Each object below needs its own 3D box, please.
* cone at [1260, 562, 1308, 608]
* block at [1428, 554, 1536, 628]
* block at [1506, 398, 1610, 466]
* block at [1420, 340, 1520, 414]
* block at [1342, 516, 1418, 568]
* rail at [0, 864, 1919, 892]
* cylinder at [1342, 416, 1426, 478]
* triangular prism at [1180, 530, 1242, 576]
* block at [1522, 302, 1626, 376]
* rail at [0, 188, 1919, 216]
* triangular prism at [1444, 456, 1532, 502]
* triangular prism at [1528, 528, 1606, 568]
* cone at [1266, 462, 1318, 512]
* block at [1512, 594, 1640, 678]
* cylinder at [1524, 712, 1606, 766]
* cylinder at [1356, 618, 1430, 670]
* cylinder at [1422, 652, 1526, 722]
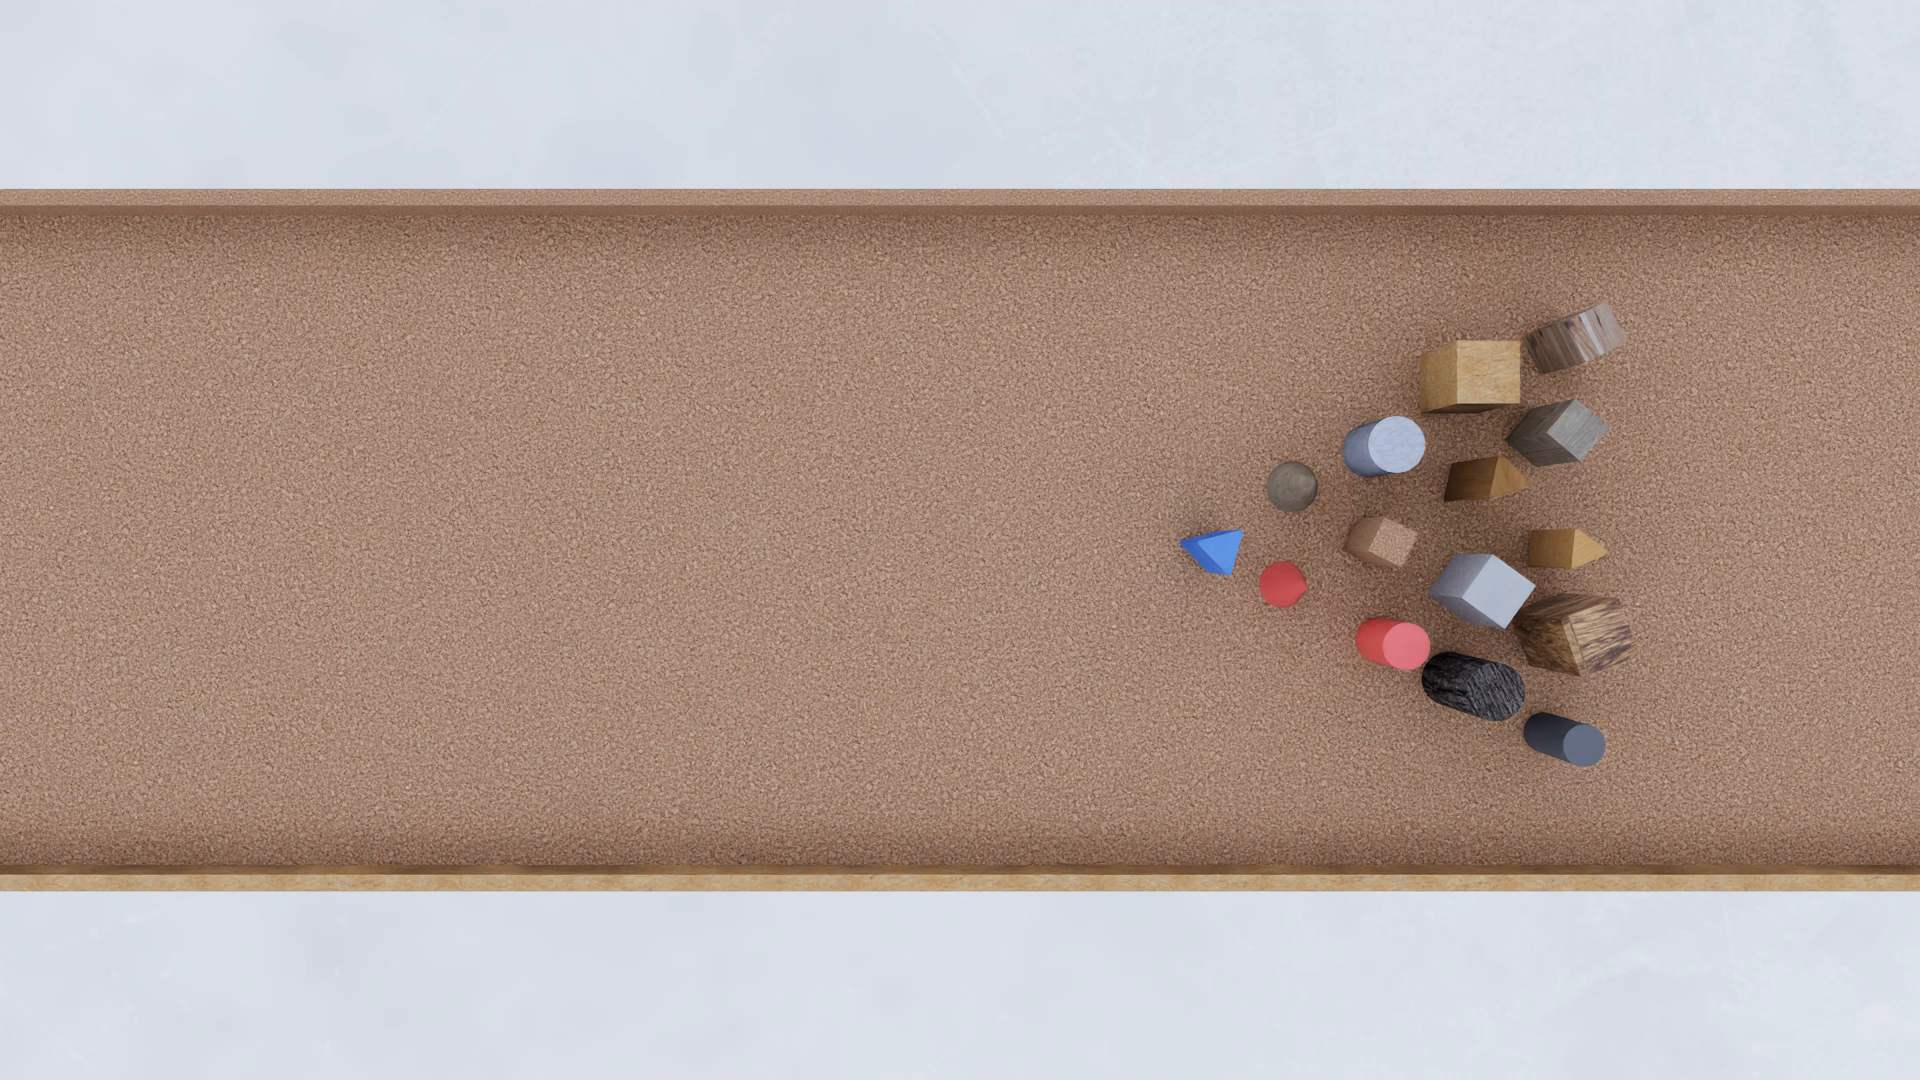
[{"bbox_3d":[0.992,0.137,4.890,0.142,0.373,0.142,0,90,0],"label":"cone"},{"bbox_3d":[1.544,0.148,4.901,0.153,0.352,0.153,36,90,0],"label":"block"},{"bbox_3d":[1.765,-0.314,4.894,0.128,0.366,0.128,40,90,0],"label":"block"},{"bbox_3d":[1.505,-0.479,4.886,0.178,0.380,0.178,0,90,0],"label":"block"},{"bbox_3d":[1.248,0.006,4.912,0.109,0.328,0.109,27,90,0],"label":"block"},{"bbox_3d":[-2.247,1.025,5.001,12.000,0.150,0.050,0,90,0],"label":"rail"},{"bbox_3d":[1.258,-0.275,4.913,0.164,0.328,0.164,0,90,0],"label":"cylinder"},{"bbox_3d":[0.762,0.013,4.884,0.114,0.386,0.131,-44,90,0],"label":"triangular prism"},{"bbox_3d":[1.818,-0.595,4.893,0.131,0.367,0.131,-26,90,0],"label":"block"},{"bbox_3d":[-2.247,-1.025,5.002,12.000,0.150,0.050,0,90,0],"label":"rail"},{"bbox_3d":[1.532,-0.187,4.856,0.121,0.441,0.105,-17,90,0],"label":"triangular prism"},{"bbox_3d":[1.781,0.013,4.895,0.114,0.362,0.098,-24,90,0],"label":"triangular prism"},{"bbox_3d":[1.023,-0.164,4.910,0.157,0.332,0.157,0,90,0],"label":"cone"},{"bbox_3d":[1.804,0.275,4.862,0.175,0.429,0.175,-20,90,0],"label":"block"},{"bbox_3d":[1.795,0.591,4.910,0.123,0.333,0.123,0,90,0],"label":"cylinder"},{"bbox_3d":[1.286,0.307,4.914,0.137,0.325,0.137,0,90,0],"label":"cylinder"},{"bbox_3d":[1.504,0.427,4.853,0.166,0.447,0.166,0,90,0],"label":"cylinder"}]
